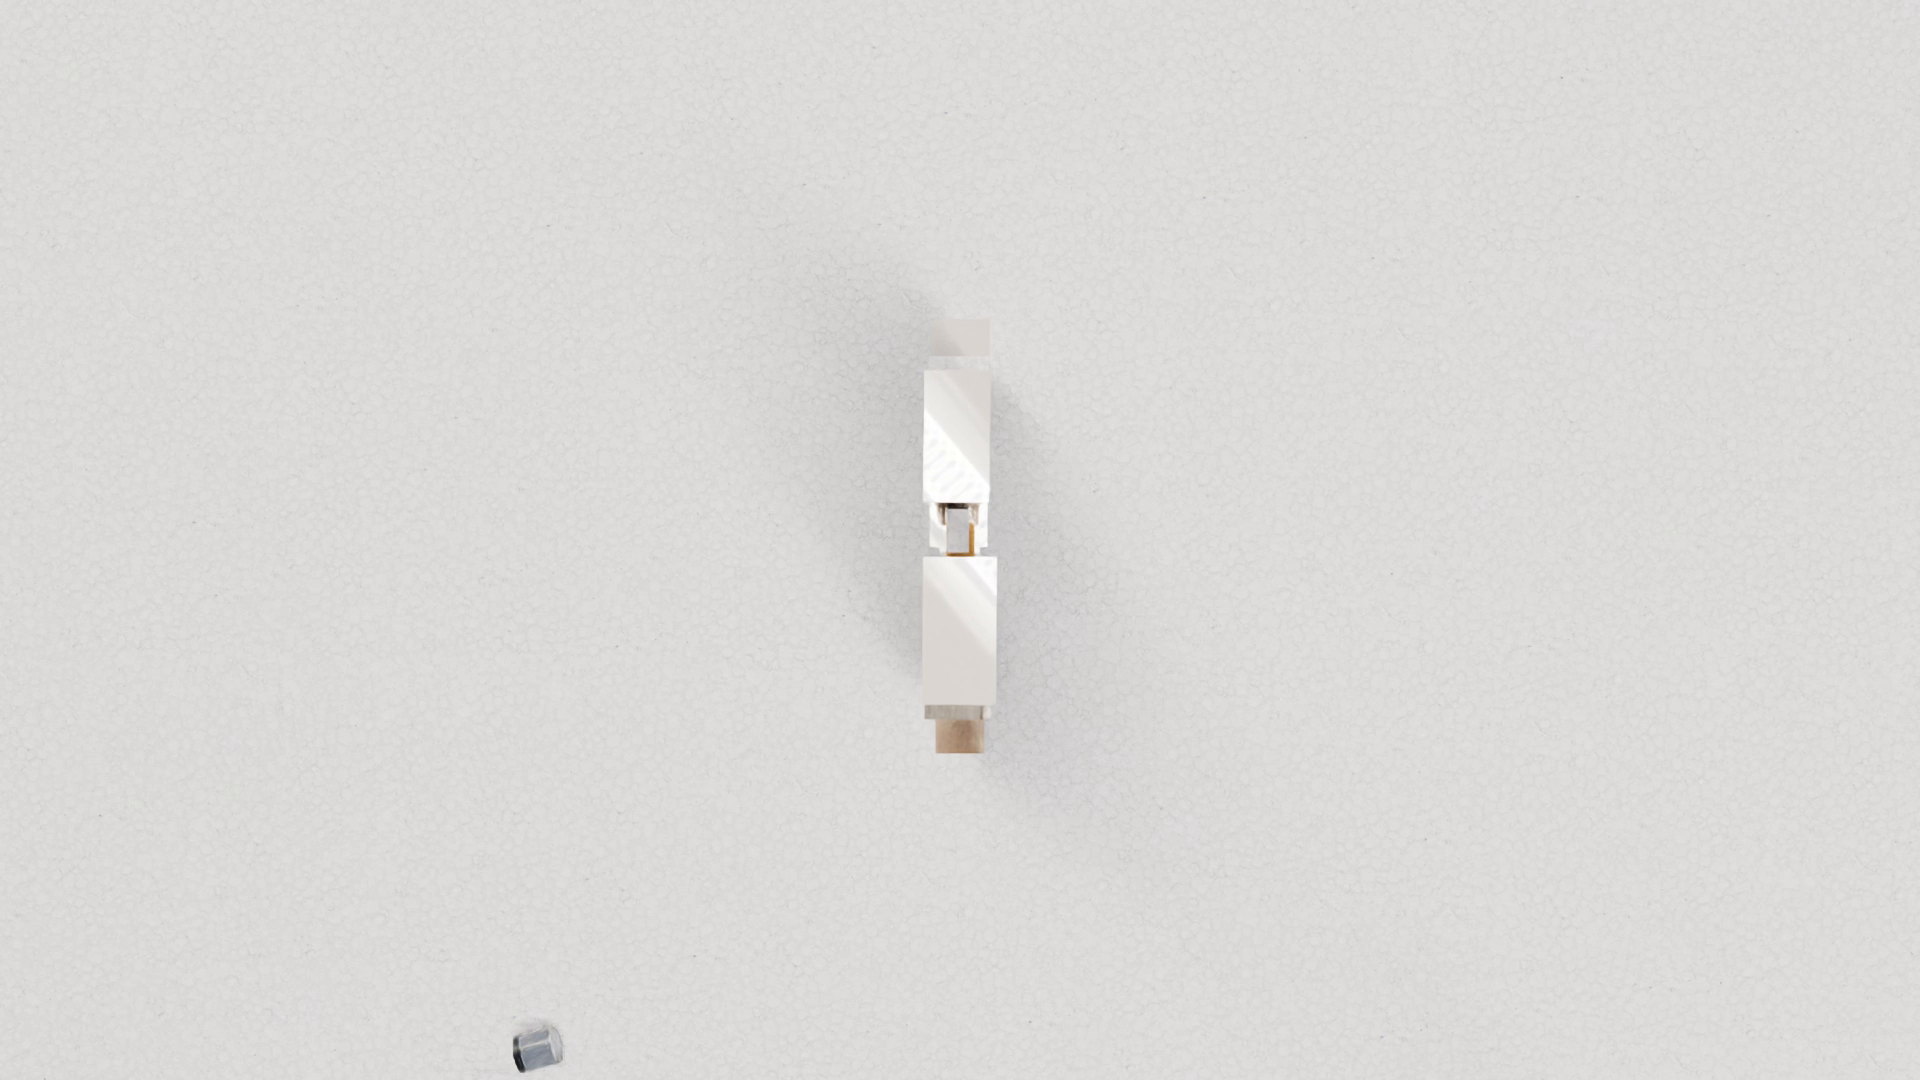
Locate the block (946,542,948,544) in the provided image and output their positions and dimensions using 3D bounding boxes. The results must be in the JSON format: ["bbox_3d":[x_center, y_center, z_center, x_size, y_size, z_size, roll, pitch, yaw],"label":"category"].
[{"bbox_3d":[-0.006,0.017,4.589,0.060,0.120,0.017,-1,89,0],"label":"block"}]

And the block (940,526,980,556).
[{"bbox_3d":[0.000,0.075,4.851,0.114,0.032,0.229,-1,90,0],"label":"block"}]

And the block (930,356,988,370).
[{"bbox_3d":[-0.002,-0.329,4.373,0.157,0.044,0.314,0,90,0],"label":"block"}]

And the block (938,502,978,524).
[{"bbox_3d":[-0.004,-0.164,4.842,0.119,0.034,0.238,0,90,0],"label":"block"}]

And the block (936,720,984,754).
[{"bbox_3d":[0.000,0.482,4.853,0.144,0.041,0.287,0,90,0],"label":"block"}]

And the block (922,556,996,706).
[{"bbox_3d":[-0.001,0.222,4.040,0.180,0.051,0.360,0,90,0],"label":"block"}]

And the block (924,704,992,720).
[{"bbox_3d":[-0.005,0.303,4.451,0.179,0.051,0.357,0,90,0],"label":"block"}]

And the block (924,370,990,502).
[{"bbox_3d":[-0.008,-0.251,4.010,0.159,0.045,0.319,1,90,0],"label":"block"}]

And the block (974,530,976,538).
[{"bbox_3d":[0.002,-0.018,4.753,0.081,0.163,0.023,1,90,0],"label":"block"}]

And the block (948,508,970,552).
[{"bbox_3d":[-0.005,-0.025,4.520,0.060,0.017,0.120,1,90,0],"label":"block"}]

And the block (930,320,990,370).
[{"bbox_3d":[0.001,-0.461,4.734,0.169,0.048,0.338,0,90,0],"label":"block"}]

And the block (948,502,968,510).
[{"bbox_3d":[-0.005,-0.108,4.703,0.057,0.016,0.113,-1,90,0],"label":"block"}]

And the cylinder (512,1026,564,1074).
[{"bbox_3d":[-1.392,1.680,5.437,0.125,0.125,0.125,-17,90,0],"label":"cylinder"}]

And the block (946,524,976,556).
[{"bbox_3d":[0.002,0.036,4.660,0.081,0.023,0.163,-1,90,0],"label":"block"}]

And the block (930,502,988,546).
[{"bbox_3d":[-0.004,-0.156,5.121,0.177,0.050,0.354,0,90,0],"label":"block"}]
